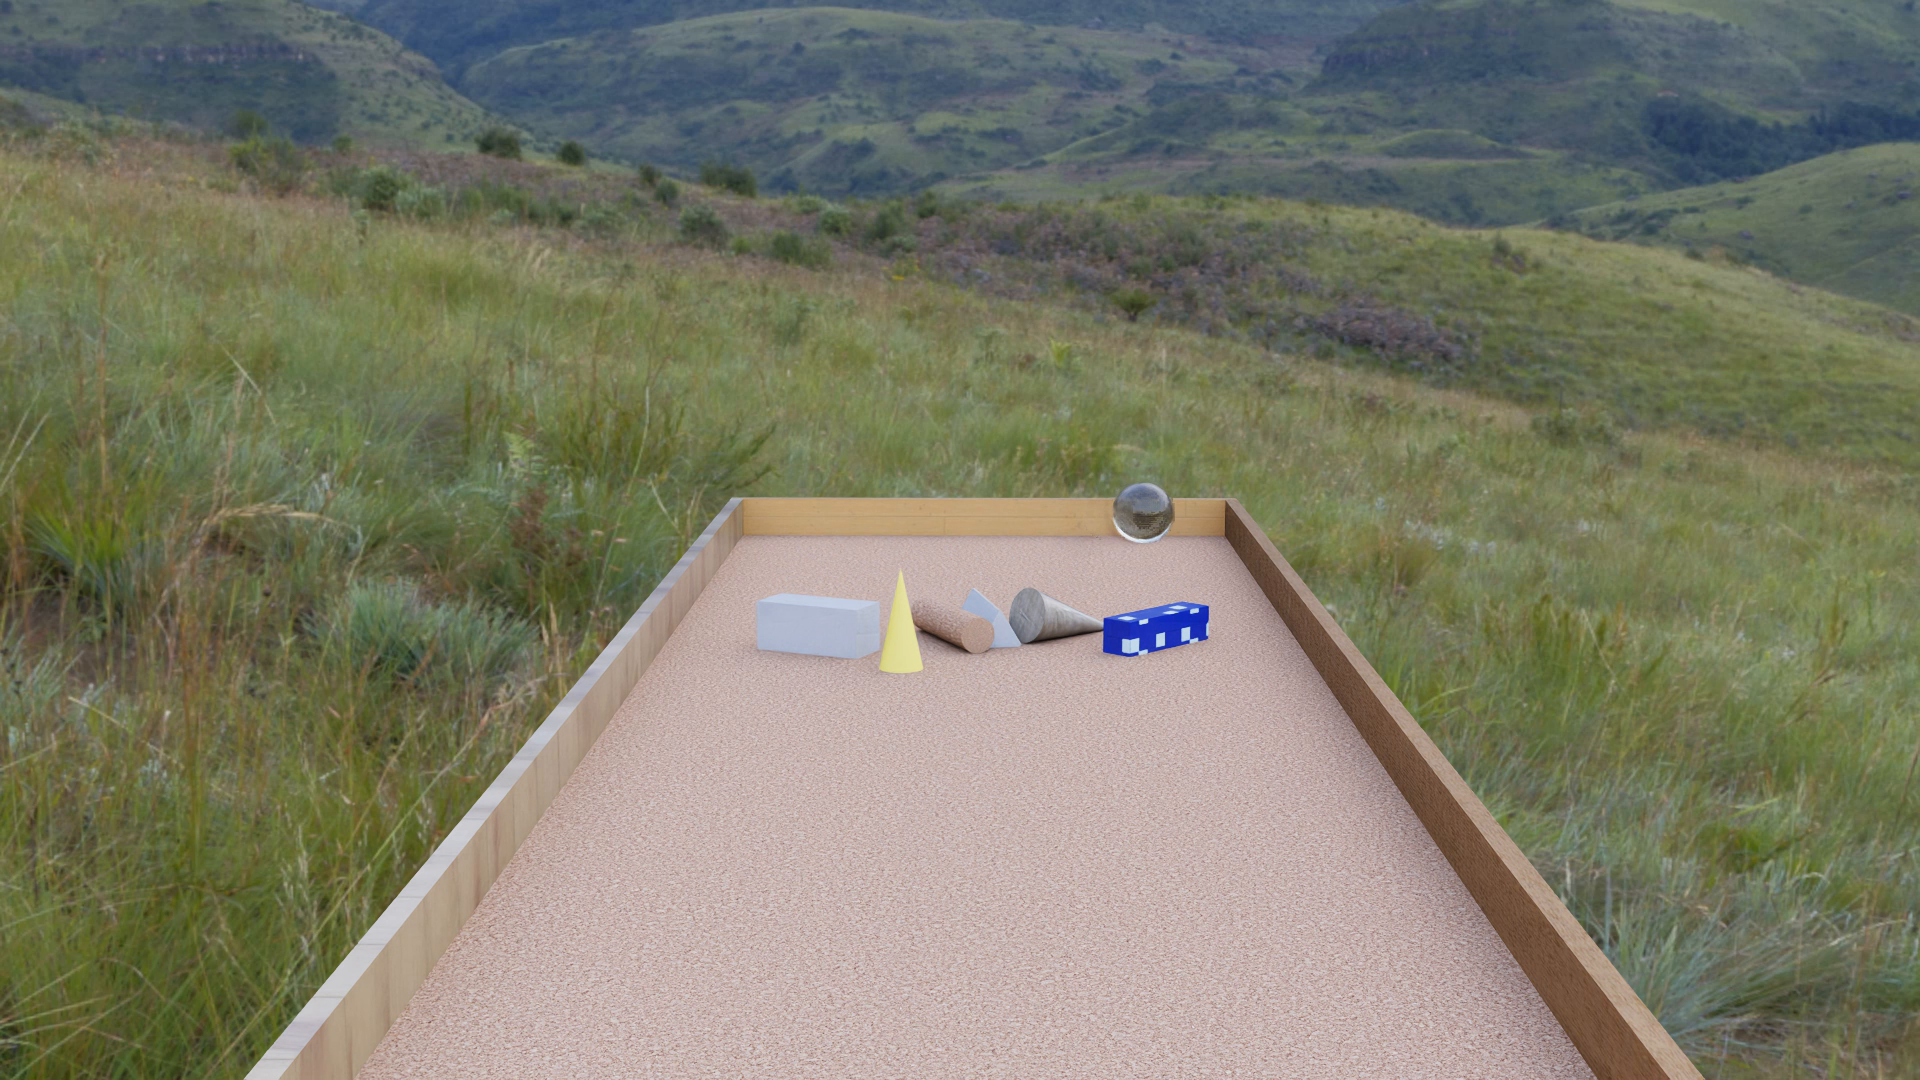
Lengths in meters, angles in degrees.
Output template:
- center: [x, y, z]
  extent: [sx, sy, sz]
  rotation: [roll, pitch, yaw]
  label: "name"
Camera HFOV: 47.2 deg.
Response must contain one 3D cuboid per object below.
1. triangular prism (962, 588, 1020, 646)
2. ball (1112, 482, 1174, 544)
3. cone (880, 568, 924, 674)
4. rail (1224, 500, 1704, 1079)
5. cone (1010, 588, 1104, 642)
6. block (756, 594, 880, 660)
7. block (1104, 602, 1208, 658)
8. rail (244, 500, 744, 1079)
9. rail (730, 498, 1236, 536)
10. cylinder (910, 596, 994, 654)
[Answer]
- center: [0.086, 0.245, 7.080]
  extent: [0.130, 0.113, 0.413]
  rotation: [-2, 9, -11]
  label: "triangular prism"
- center: [0.742, -0.111, 8.922]
  extent: [0.247, 0.247, 0.247]
  rotation: [0, 9, 0]
  label: "ball"
- center: [-0.176, 0.233, 6.560]
  extent: [0.133, 0.307, 0.133]
  rotation: [0, 9, 0]
  label: "cone"
- center: [1.046, 0.843, 3.208]
  extent: [0.050, 0.150, 12.000]
  rotation: [0, 9, 1]
  label: "rail"
- center: [0.359, 0.264, 7.070]
  extent: [0.377, 0.176, 0.176]
  rotation: [10, 1, -37]
  label: "cone"
- center: [-0.441, 0.266, 6.844]
  extent: [0.351, 0.152, 0.152]
  rotation: [4, 10, 25]
  label: "block"
- center: [0.618, 0.278, 6.907]
  extent: [0.108, 0.108, 0.387]
  rotation: [9, 13, 44]
  label: "block"
- center: [-1.004, 0.839, 3.234]
  extent: [0.050, 0.150, 12.000]
  rotation: [0, 9, 1]
  label: "rail"
- center: [0.099, -0.098, 9.147]
  extent: [2.100, 0.150, 0.050]
  rotation: [0, 9, 1]
  label: "rail"
- center: [-0.027, 0.266, 6.973]
  extent: [0.113, 0.113, 0.410]
  rotation: [-4, 10, -24]
  label: "cylinder"
